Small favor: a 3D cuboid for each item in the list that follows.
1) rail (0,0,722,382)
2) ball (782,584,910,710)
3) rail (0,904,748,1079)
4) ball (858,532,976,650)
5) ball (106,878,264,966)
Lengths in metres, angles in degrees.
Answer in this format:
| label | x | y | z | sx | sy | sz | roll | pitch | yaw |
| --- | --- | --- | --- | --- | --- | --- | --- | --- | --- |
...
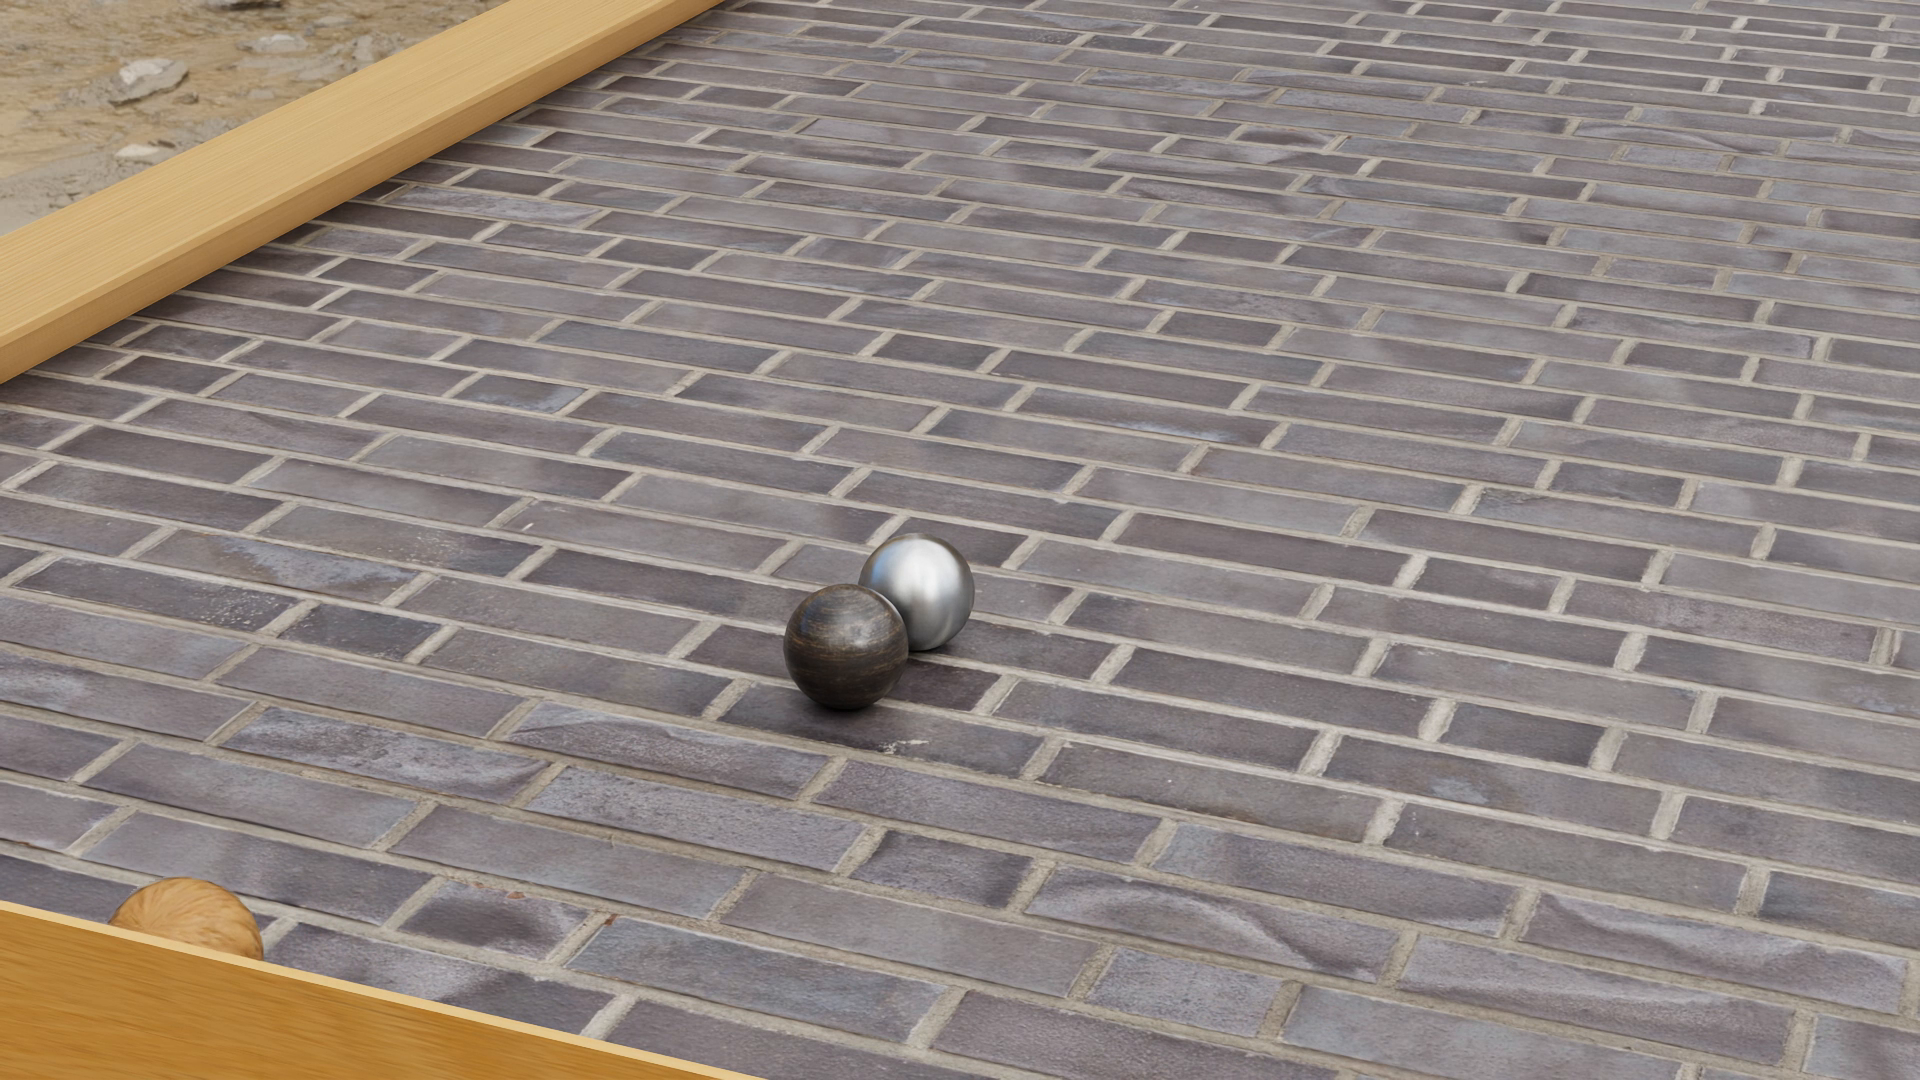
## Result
| label | x | y | z | sx | sy | sz | roll | pitch | yaw |
| --- | --- | --- | --- | --- | --- | --- | --- | --- | --- |
| rail | -0.492 | -0.406 | 2.757 | 0.045 | 0.110 | 2.774 | 9 | 26 | 19 |
| ball | -0.068 | 0.064 | 1.767 | 0.076 | 0.076 | 0.076 | 0 | 24 | 0 |
| rail | -0.245 | 0.241 | 1.335 | 1.650 | 0.110 | 0.045 | 9 | 26 | 19 |
| ball | -0.027 | 0.032 | 1.839 | 0.074 | 0.074 | 0.074 | 0 | 24 | 0 |
| ball | -0.384 | 0.206 | 1.450 | 0.079 | 0.079 | 0.079 | 0 | 24 | 0 |
